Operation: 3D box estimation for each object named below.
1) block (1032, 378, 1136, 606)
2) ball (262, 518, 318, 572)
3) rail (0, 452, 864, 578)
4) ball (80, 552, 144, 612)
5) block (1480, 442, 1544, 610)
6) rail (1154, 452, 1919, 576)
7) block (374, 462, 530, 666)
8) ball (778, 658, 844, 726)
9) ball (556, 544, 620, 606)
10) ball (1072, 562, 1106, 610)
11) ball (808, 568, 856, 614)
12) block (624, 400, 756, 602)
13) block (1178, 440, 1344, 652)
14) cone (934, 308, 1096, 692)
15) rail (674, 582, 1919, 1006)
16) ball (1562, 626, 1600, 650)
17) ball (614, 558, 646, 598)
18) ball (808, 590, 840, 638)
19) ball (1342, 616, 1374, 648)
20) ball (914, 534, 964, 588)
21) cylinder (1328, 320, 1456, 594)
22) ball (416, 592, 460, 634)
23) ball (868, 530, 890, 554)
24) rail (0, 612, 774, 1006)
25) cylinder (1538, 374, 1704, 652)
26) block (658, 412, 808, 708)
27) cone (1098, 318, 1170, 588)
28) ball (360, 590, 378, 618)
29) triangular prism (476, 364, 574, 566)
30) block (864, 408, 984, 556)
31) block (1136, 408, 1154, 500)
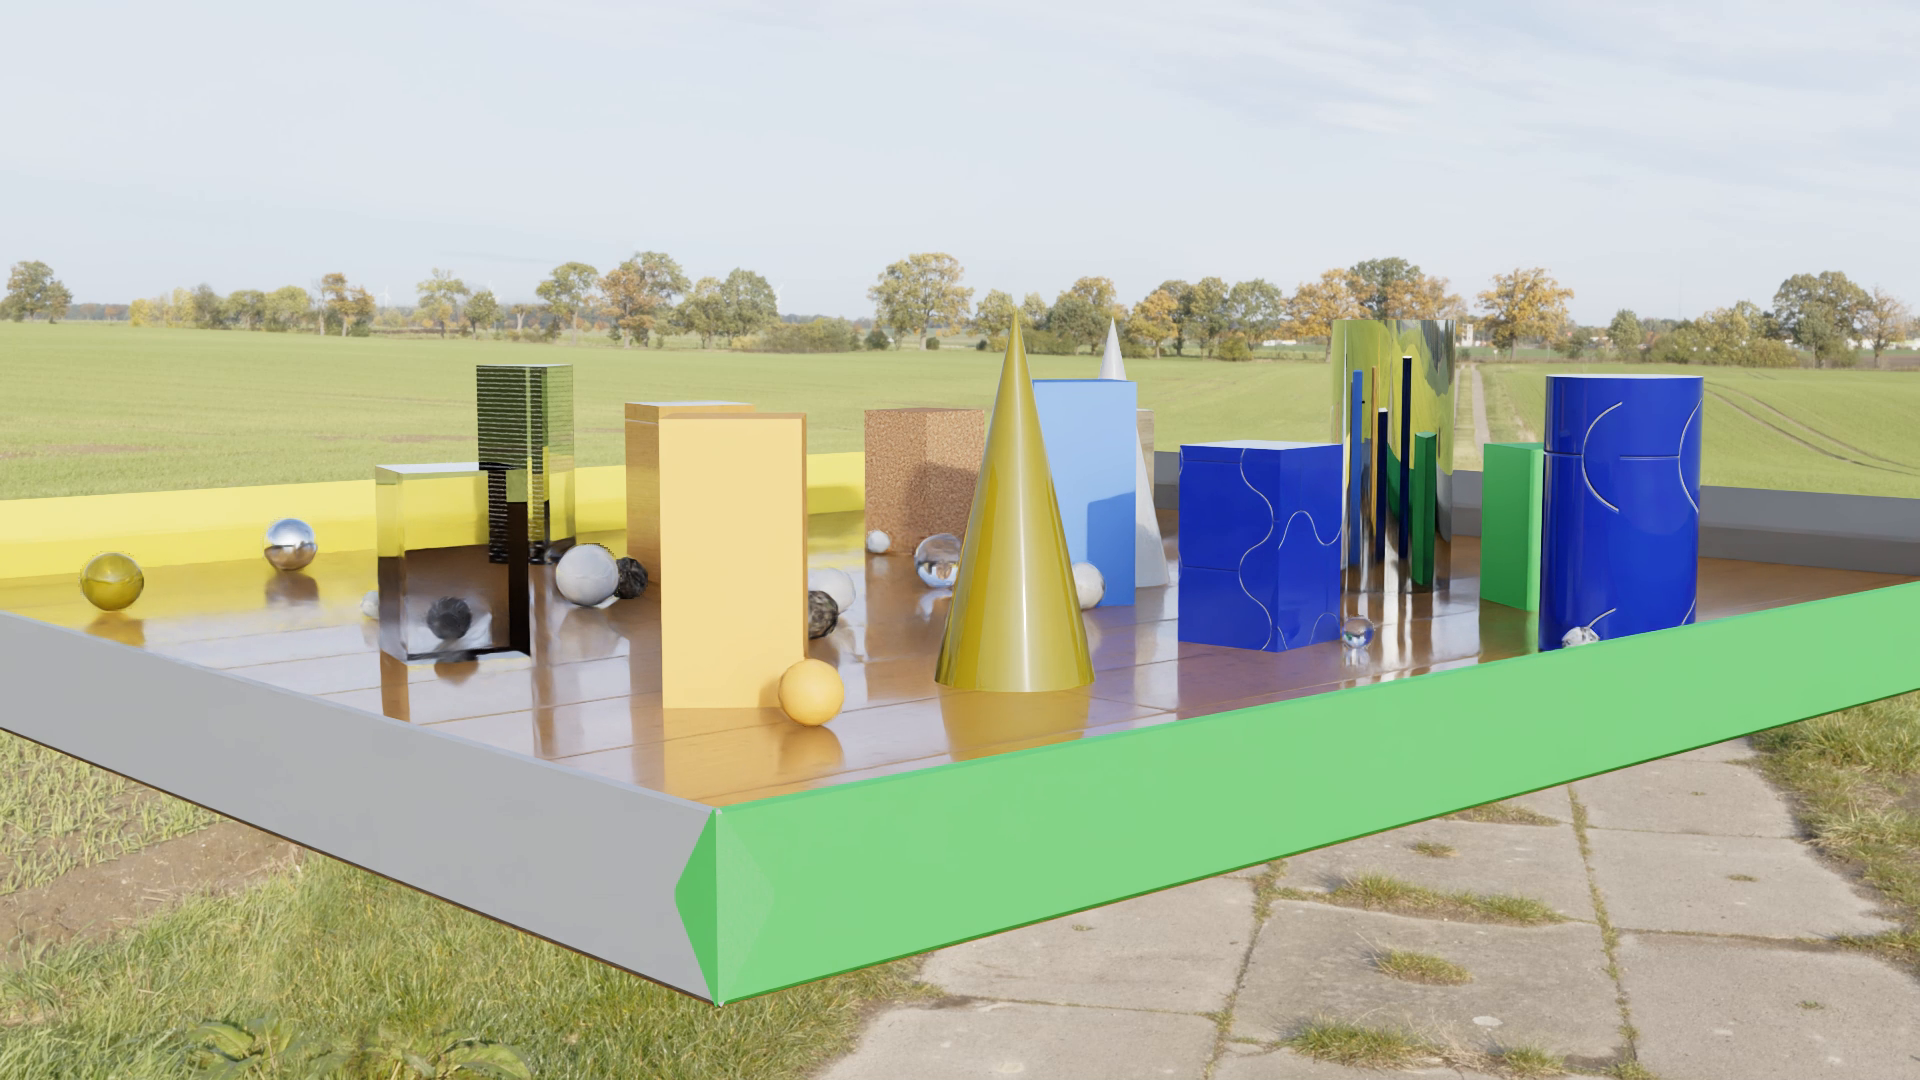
[{"bbox_3d":[0.174,-0.076,3.378,0.158,0.337,0.158,-1,6,-10],"label":"block"},{"bbox_3d":[-1.146,0.008,3.763,0.092,0.092,0.092,0,6,0],"label":"ball"},{"bbox_3d":[-0.881,-0.066,4.281,2.862,0.128,0.045,-5,8,-42],"label":"rail"},{"bbox_3d":[-1.257,0.062,3.262,0.088,0.088,0.088,0,6,0],"label":"ball"},{"bbox_3d":[0.902,-0.024,3.347,0.158,0.240,0.158,-1,6,-12],"label":"block"},{"bbox_3d":[1.034,-0.066,4.281,0.045,0.128,2.645,-5,8,-42],"label":"rail"},{"bbox_3d":[-0.660,0.027,2.855,0.158,0.242,0.158,-3,7,-27],"label":"block"},{"bbox_3d":[-0.160,0.164,2.365,0.072,0.072,0.072,0,6,0],"label":"ball"},{"bbox_3d":[-0.561,0.053,3.314,0.094,0.094,0.094,0,6,0],"label":"ball"},{"bbox_3d":[0.181,0.069,3.274,0.071,0.071,0.071,0,6,0],"label":"ball"},{"bbox_3d":[-0.188,0.076,3.209,0.071,0.071,0.071,0,6,0],"label":"ball"},{"bbox_3d":[-0.422,-0.064,3.448,0.158,0.300,0.158,-3,7,-27],"label":"block"},{"bbox_3d":[0.405,0.004,2.966,0.158,0.265,0.158,5,8,40],"label":"block"},{"bbox_3d":[0.066,-0.056,2.647,0.197,0.450,0.197,0,6,0],"label":"cone"},{"bbox_3d":[0.881,0.132,2.383,2.862,0.128,0.045,-5,8,-42],"label":"rail"},{"bbox_3d":[0.781,0.133,2.767,0.048,0.048,0.048,0,6,0],"label":"ball"},{"bbox_3d":[-0.518,0.059,3.404,0.064,0.064,0.064,0,6,0],"label":"ball"},{"bbox_3d":[-0.197,0.101,2.994,0.066,0.066,0.066,0,6,0],"label":"ball"},{"bbox_3d":[0.527,0.122,2.915,0.040,0.040,0.040,0,6,0],"label":"ball"},{"bbox_3d":[-0.029,0.034,3.526,0.088,0.088,0.088,0,6,0],"label":"ball"},{"bbox_3d":[0.693,-0.139,3.541,0.197,0.430,0.197,0,6,0],"label":"cylinder"},{"bbox_3d":[-0.718,0.101,3.026,0.059,0.059,0.059,0,6,0],"label":"ball"},{"bbox_3d":[-0.150,0.004,4.037,0.042,0.042,0.042,0,6,0],"label":"ball"},{"bbox_3d":[-1.034,0.132,2.383,0.045,0.128,2.645,-5,8,-42],"label":"rail"},{"bbox_3d":[0.860,-0.034,2.867,0.197,0.360,0.197,0,6,0],"label":"cylinder"},{"bbox_3d":[-0.257,0.019,2.534,0.158,0.324,0.158,0,6,-2],"label":"block"},{"bbox_3d":[0.249,-0.150,3.615,0.197,0.435,0.197,0,6,0],"label":"cone"},{"bbox_3d":[-0.849,0.093,3.189,0.041,0.041,0.041,0,6,0],"label":"ball"},{"bbox_3d":[-0.748,-0.140,3.941,0.171,0.347,0.148,4,7,35],"label":"triangular prism"},{"bbox_3d":[-0.066,-0.111,4.087,0.158,0.261,0.158,5,8,42],"label":"block"},{"bbox_3d":[0.269,-0.126,4.262,0.158,0.254,0.158,-2,6,-22],"label":"block"}]
